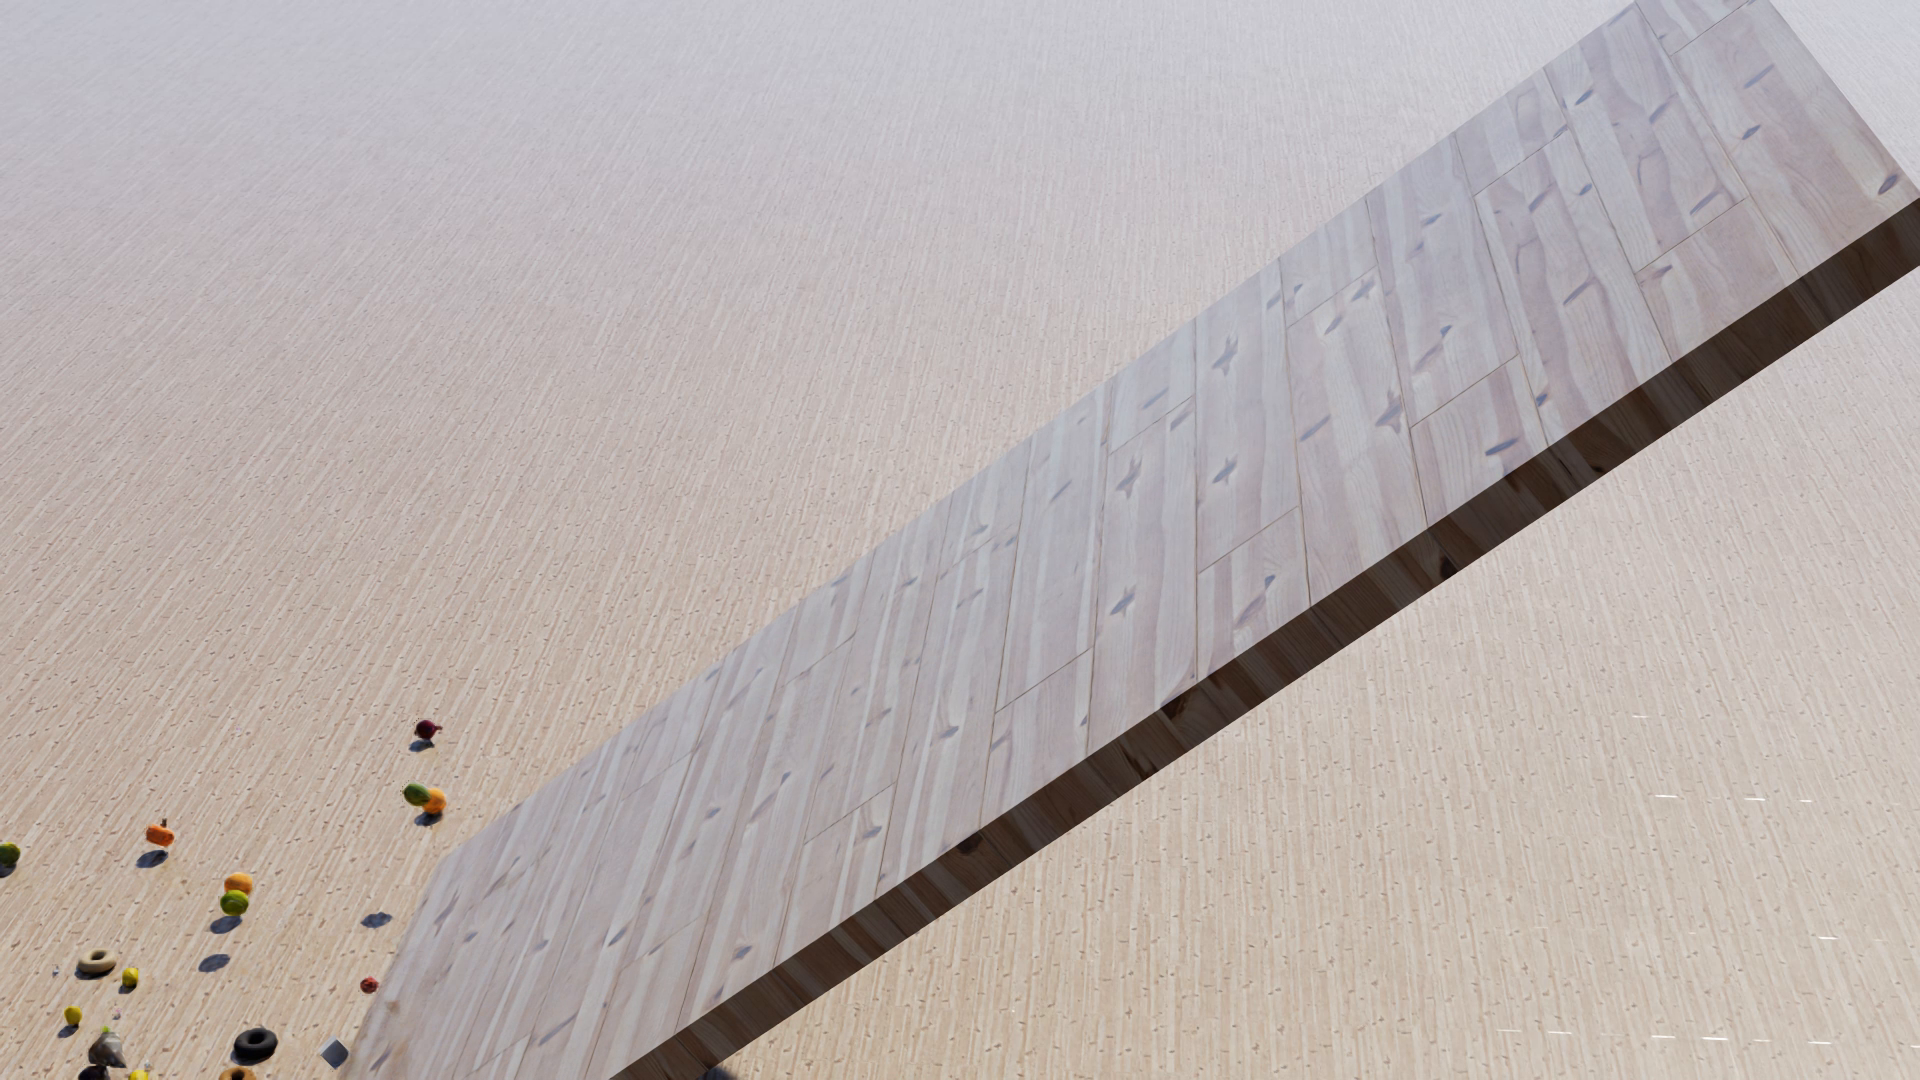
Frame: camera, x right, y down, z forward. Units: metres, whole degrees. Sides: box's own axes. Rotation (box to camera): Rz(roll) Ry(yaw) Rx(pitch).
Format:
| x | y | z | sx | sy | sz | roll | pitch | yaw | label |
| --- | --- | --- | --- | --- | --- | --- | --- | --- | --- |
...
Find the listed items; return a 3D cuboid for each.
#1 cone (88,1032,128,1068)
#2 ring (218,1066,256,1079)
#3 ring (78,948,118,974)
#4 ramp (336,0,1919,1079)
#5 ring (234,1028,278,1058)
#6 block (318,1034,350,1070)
| x | y | z | sx | sy | sz | roll | pitch | yaw | label |
| --- | --- | --- | --- | --- | --- | --- | --- | --- | --- |
| -2.012 | 1.236 | 7.009 | 0.091 | 0.091 | 0.091 | 26 | 34 | 34 | cone |
| -1.724 | 1.287 | 7.008 | 0.089 | 0.030 | 0.089 | 1 | 23 | 0 | ring |
| -2.198 | 1.072 | 7.497 | 0.099 | 0.033 | 0.099 | -4 | 22 | 1 | ring |
| 0.123 | 0.183 | 6.335 | 4.000 | 0.100 | 2.000 | -35 | 16 | 18 | ramp |
| -1.711 | 1.223 | 7.148 | 0.104 | 0.035 | 0.104 | 0 | 25 | 0 | ring |
| -1.486 | 1.216 | 6.989 | 0.052 | 0.052 | 0.052 | -44 | 16 | -10 | block |
